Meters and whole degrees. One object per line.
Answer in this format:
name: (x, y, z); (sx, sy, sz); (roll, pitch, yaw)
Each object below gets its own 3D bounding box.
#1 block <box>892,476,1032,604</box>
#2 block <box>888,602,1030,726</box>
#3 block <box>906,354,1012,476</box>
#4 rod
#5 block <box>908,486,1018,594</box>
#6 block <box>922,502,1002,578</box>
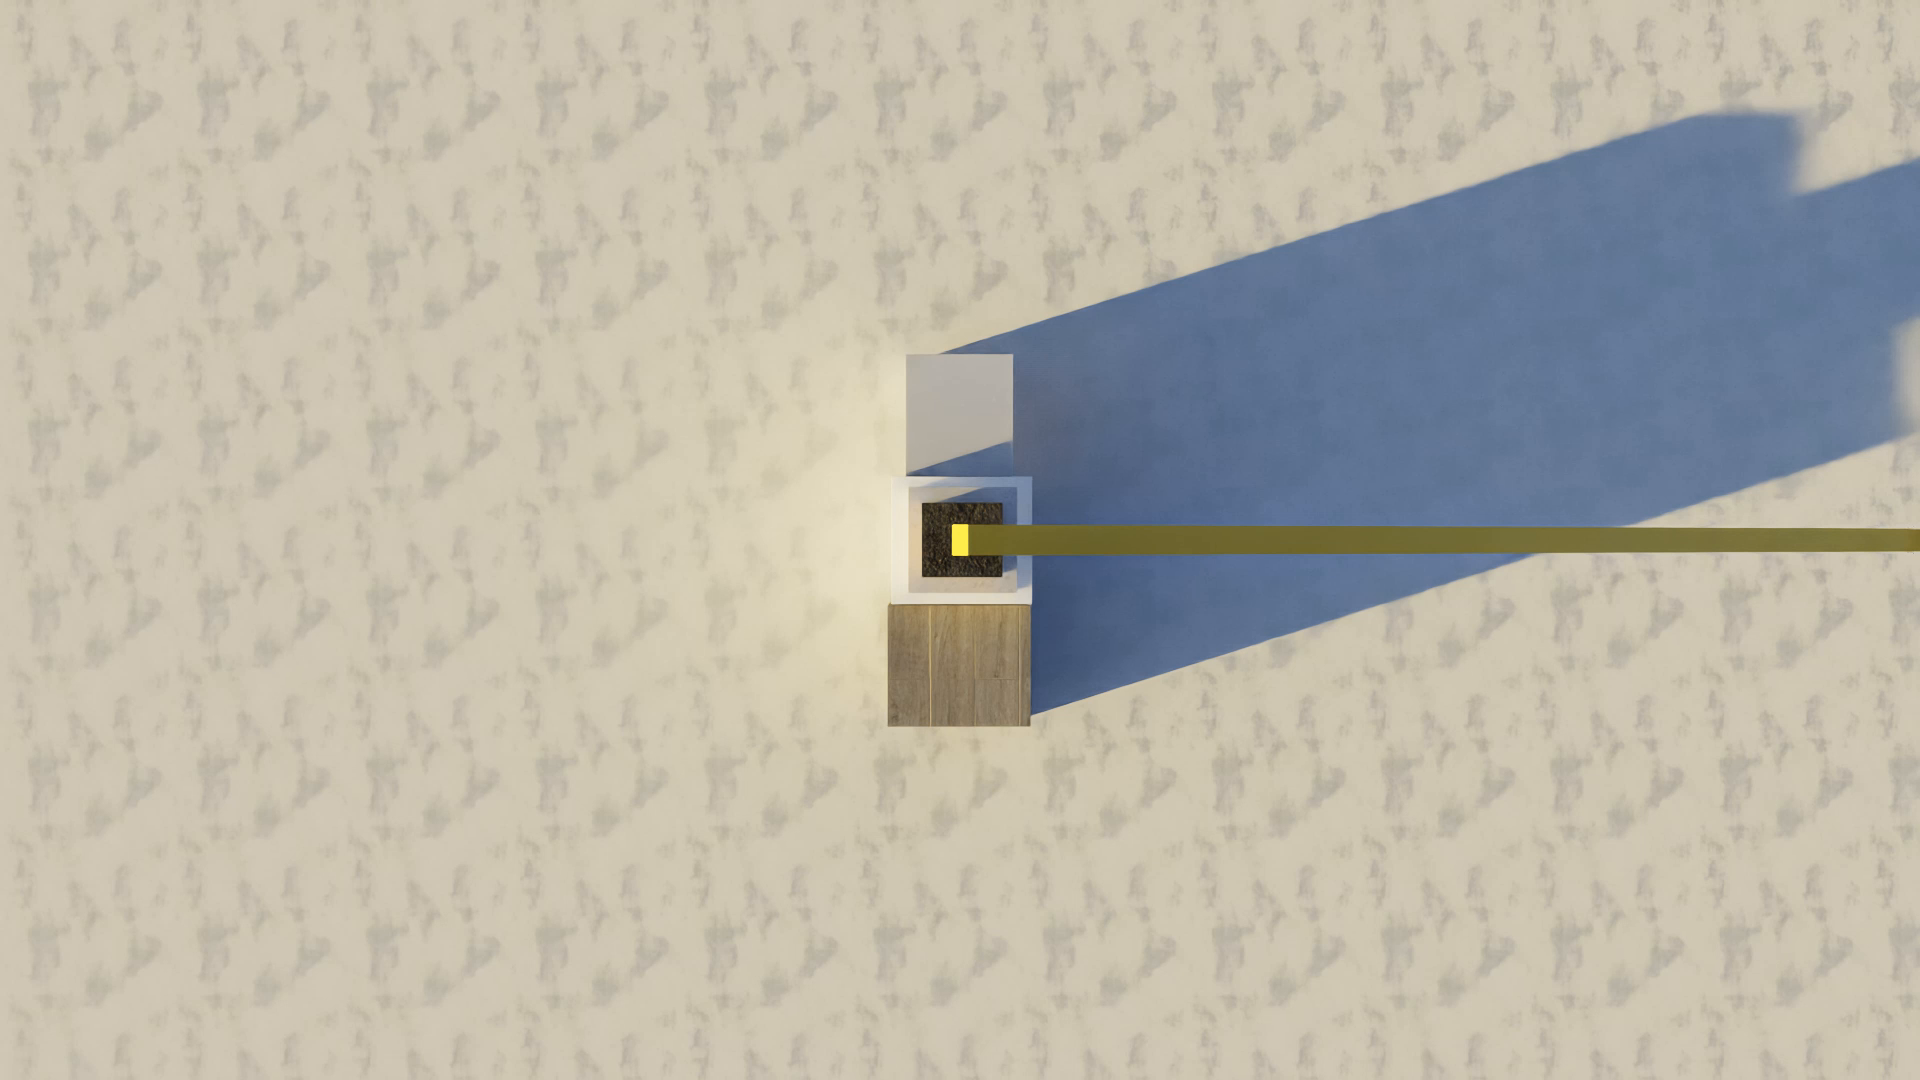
block: (0.010, 0.002, 12.586); (0.778, 0.829, 0.707); (0, 90, 0)
block: (-0.005, 0.706, 12.664); (0.803, 0.673, 0.681); (0, 90, 0)
block: (-0.003, -0.704, 12.696); (0.604, 0.608, 0.685); (0, 90, 0)
rod: (2.234, 0.000, 7.062); (5.200, 0.080, 0.080); (0, 90, -31)
block: (0.014, 0.000, 11.905); (0.577, 0.533, 0.563); (0, 90, 0)
block: (0.011, 0.000, 11.081); (0.401, 0.389, 0.370); (0, 90, 0)
